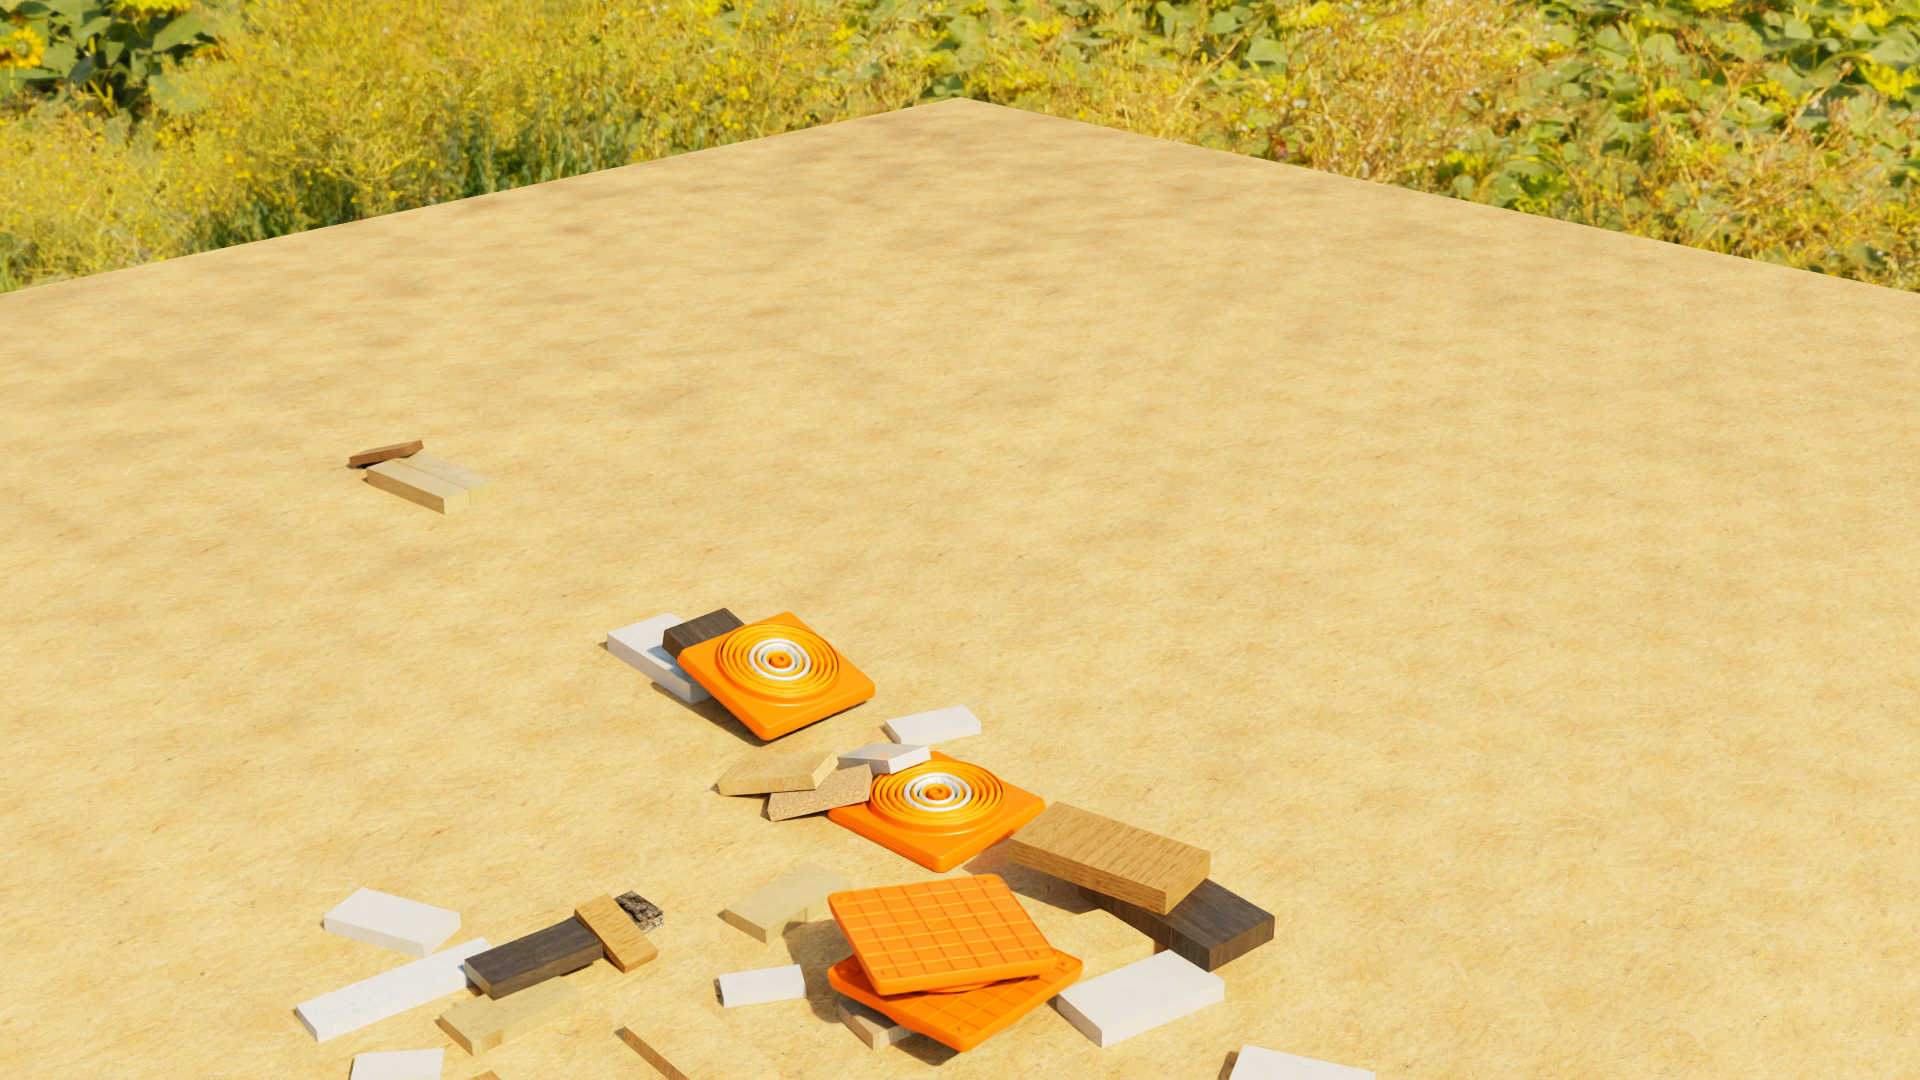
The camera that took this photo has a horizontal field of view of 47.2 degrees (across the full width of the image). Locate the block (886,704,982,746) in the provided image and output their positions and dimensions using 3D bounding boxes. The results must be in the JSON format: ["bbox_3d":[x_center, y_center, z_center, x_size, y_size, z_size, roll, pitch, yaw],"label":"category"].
[{"bbox_3d":[-0.058,0.405,4.772,0.186,0.026,0.093,-10,25,-22],"label":"block"}]

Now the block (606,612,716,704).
[{"bbox_3d":[-0.645,0.269,5.064,0.174,0.049,0.348,-18,29,-36],"label":"block"}]

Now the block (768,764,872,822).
[{"bbox_3d":[-0.282,0.511,4.450,0.203,0.029,0.102,-13,21,8],"label":"block"}]

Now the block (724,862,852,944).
[{"bbox_3d":[-0.321,0.678,4.122,0.111,0.031,0.222,19,30,38],"label":"block"}]

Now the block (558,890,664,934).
[{"bbox_3d":[-0.656,0.713,4.043,0.203,0.029,0.102,-20,30,-39],"label":"block"}]

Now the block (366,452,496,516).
[{"bbox_3d":[-1.461,-0.159,6.073,0.348,0.049,0.174,19,29,37],"label":"block"}]

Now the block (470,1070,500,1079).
[{"bbox_3d":[-0.823,0.930,3.529,0.216,0.031,0.108,-17,28,-35],"label":"block"}]

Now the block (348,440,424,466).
[{"bbox_3d":[-1.626,-0.247,6.235,0.186,0.026,0.093,-9,12,18],"label":"block"}]

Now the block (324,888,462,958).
[{"bbox_3d":[-1.048,0.705,4.059,0.222,0.031,0.111,10,25,22],"label":"block"}]

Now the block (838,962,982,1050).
[{"bbox_3d":[-0.086,0.807,3.817,0.223,0.032,0.112,-15,27,-31],"label":"block"}]

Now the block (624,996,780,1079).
[{"bbox_3d":[-0.435,0.861,3.684,0.132,0.037,0.265,-19,29,-37],"label":"block"}]

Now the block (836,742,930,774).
[{"bbox_3d":[-0.161,0.452,4.565,0.102,0.029,0.203,-17,7,-35],"label":"block"}]

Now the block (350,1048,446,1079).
[{"bbox_3d":[-0.934,0.880,3.659,0.145,0.021,0.072,-3,23,-6],"label":"block"}]

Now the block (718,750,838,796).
[{"bbox_3d":[-0.374,0.479,4.517,0.223,0.032,0.112,-7,18,25],"label":"block"}]

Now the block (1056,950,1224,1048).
[{"bbox_3d":[0.316,0.796,3.837,0.265,0.037,0.132,-14,27,-30],"label":"block"}]

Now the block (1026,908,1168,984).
[{"bbox_3d":[0.267,0.725,4.004,0.265,0.037,0.132,-11,25,-24],"label":"block"}]

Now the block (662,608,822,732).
[{"bbox_3d":[-0.489,0.285,4.917,0.174,0.049,0.348,-21,45,-40],"label":"block"}]

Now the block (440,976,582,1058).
[{"bbox_3d":[-0.776,0.814,3.803,0.216,0.031,0.108,-19,30,-38],"label":"block"}]

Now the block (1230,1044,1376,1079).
[{"bbox_3d":[0.561,0.895,3.610,0.222,0.031,0.111,8,24,19],"label":"block"}]

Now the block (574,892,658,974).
[{"bbox_3d":[-0.624,0.712,3.988,0.072,0.021,0.159,-21,51,-40],"label":"block"}]

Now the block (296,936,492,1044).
[{"bbox_3d":[-0.980,0.789,3.868,0.352,0.026,0.093,-17,28,-34],"label":"block"}]

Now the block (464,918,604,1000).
[{"bbox_3d":[-0.755,0.741,3.897,0.216,0.031,0.108,-17,27,-34],"label":"block"}]

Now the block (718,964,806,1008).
[{"bbox_3d":[-0.349,0.787,3.880,0.145,0.021,0.072,-5,24,-12],"label":"block"}]

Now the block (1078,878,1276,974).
[{"bbox_3d":[0.394,0.669,4.028,0.168,0.048,0.337,-18,29,-36],"label":"block"}]

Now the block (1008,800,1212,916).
[{"bbox_3d":[0.277,0.588,4.095,0.337,0.048,0.168,15,27,31],"label":"block"}]
